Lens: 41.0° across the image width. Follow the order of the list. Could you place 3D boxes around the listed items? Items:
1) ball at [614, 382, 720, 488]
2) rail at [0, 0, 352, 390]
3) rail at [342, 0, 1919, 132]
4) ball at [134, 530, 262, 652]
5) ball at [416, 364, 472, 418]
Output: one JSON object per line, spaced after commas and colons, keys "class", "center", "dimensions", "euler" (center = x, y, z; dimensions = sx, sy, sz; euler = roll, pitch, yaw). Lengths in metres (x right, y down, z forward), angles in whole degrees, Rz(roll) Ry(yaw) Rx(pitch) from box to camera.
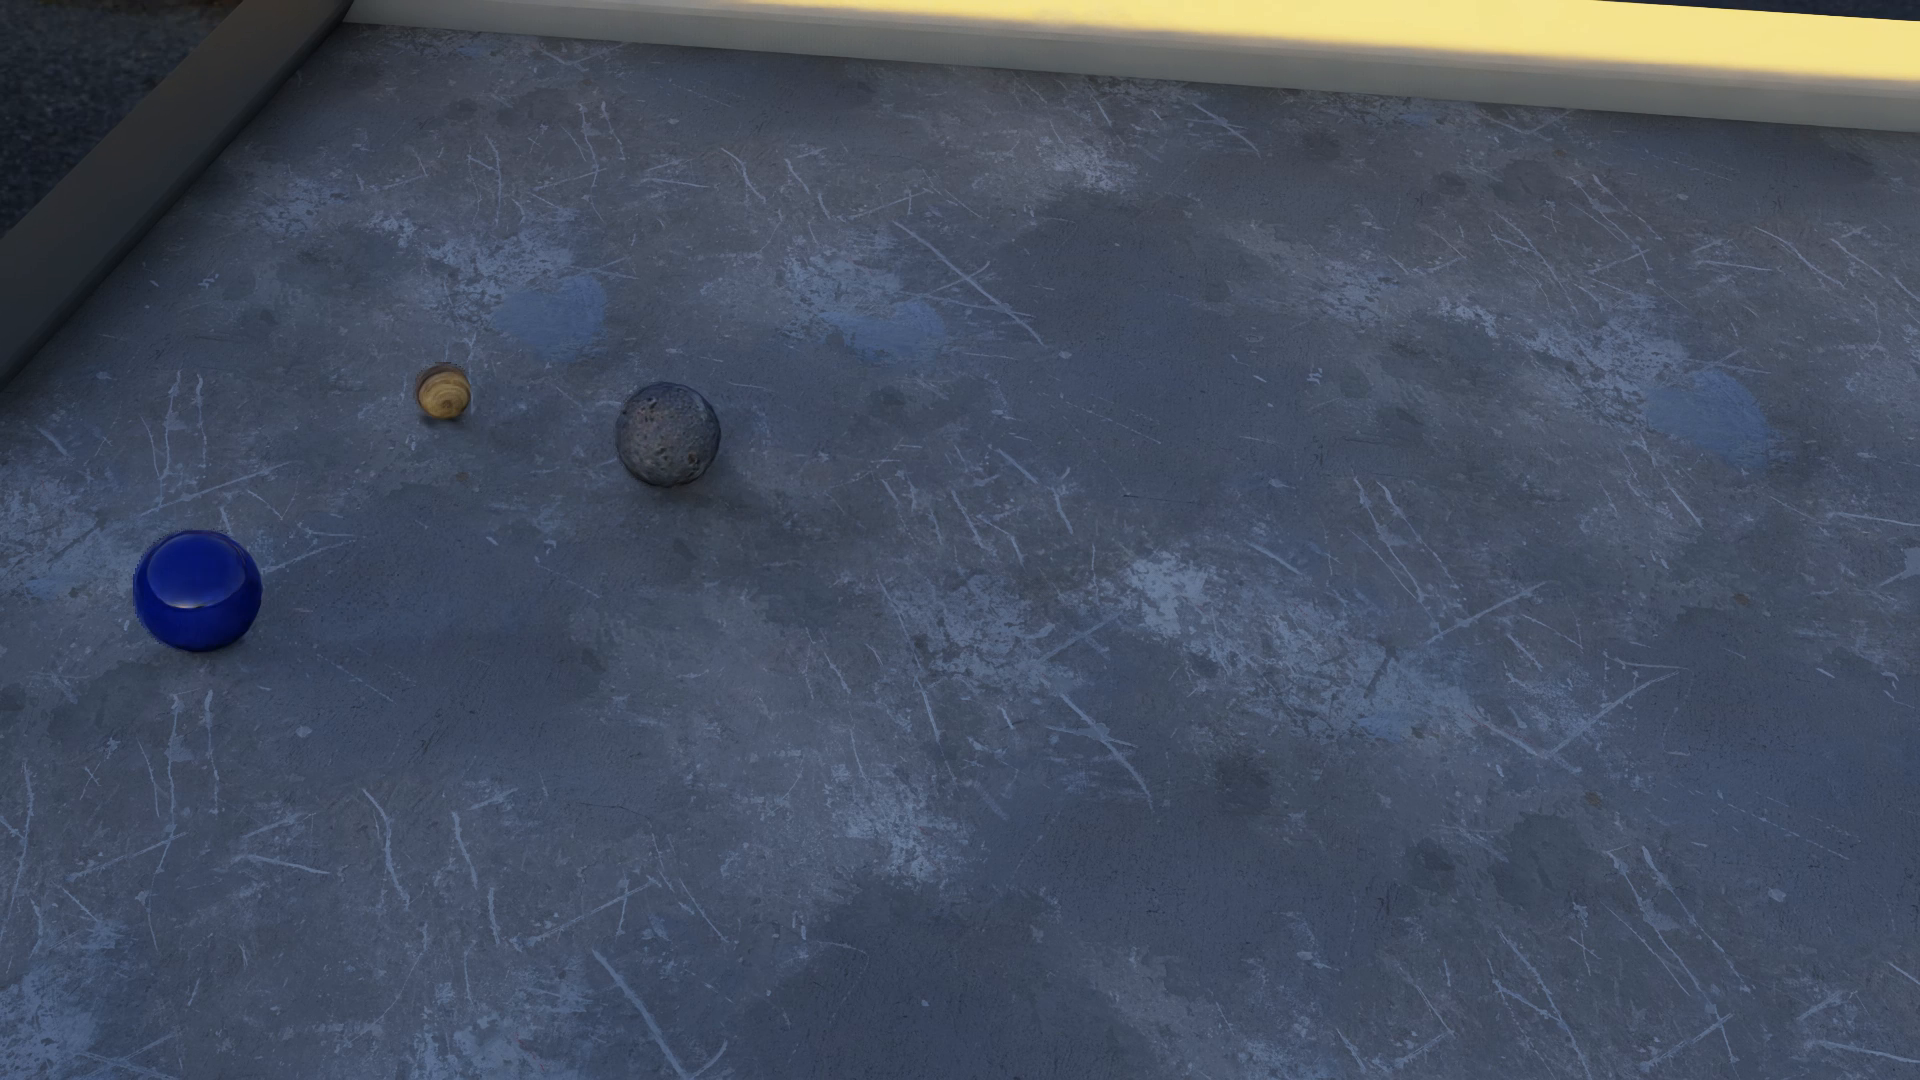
{"class": "ball", "center": [-0.232, -0.083, 2.035], "dimensions": [0.084, 0.084, 0.084], "euler": [0, 35, 0]}
{"class": "rail", "center": [-0.811, -0.100, 2.029], "dimensions": [0.045, 0.116, 1.847], "euler": [6, 35, 8]}
{"class": "rail", "center": [0.985, -0.444, 2.529], "dimensions": [3.386, 0.116, 0.045], "euler": [6, 35, 8]}
{"class": "ball", "center": [-0.551, 0.037, 1.856], "dimensions": [0.089, 0.089, 0.089], "euler": [0, 35, 0]}
{"class": "ball", "center": [-0.428, -0.123, 2.126], "dimensions": [0.045, 0.045, 0.045], "euler": [0, 35, 0]}
